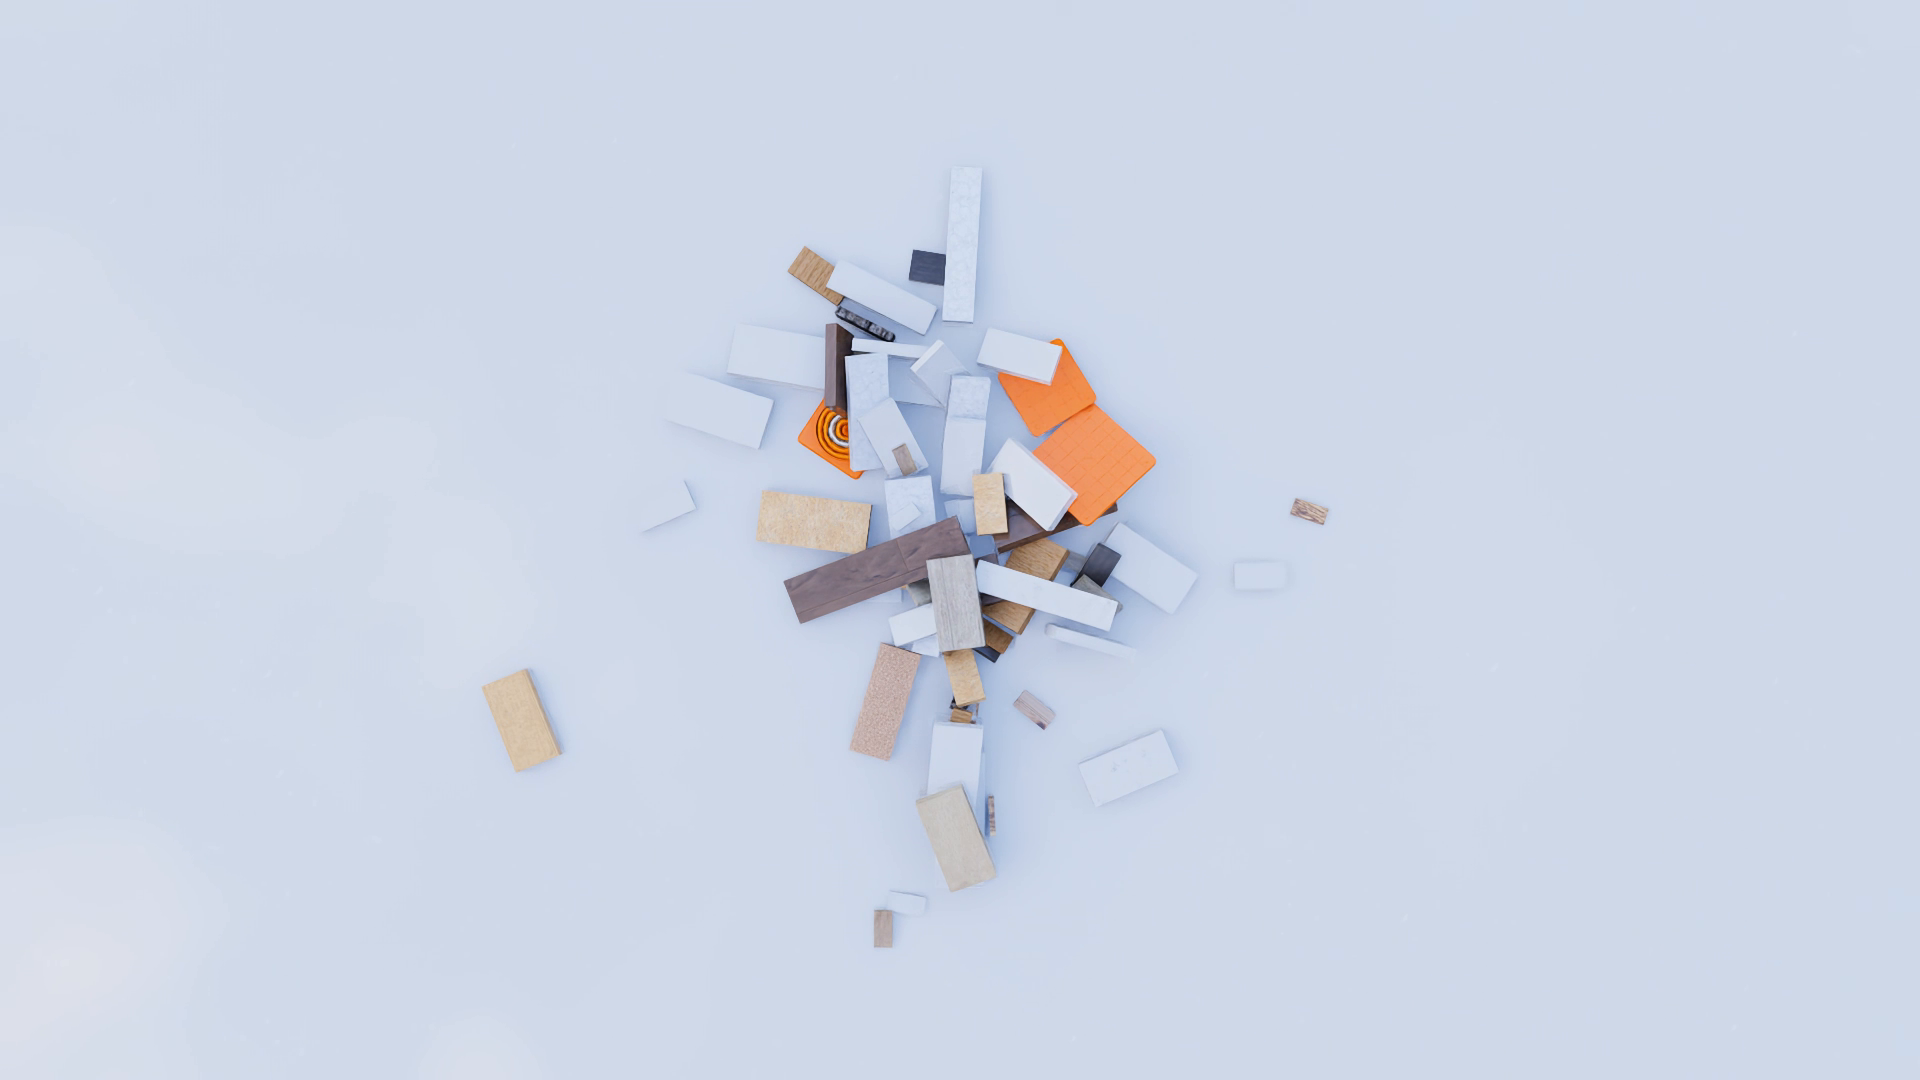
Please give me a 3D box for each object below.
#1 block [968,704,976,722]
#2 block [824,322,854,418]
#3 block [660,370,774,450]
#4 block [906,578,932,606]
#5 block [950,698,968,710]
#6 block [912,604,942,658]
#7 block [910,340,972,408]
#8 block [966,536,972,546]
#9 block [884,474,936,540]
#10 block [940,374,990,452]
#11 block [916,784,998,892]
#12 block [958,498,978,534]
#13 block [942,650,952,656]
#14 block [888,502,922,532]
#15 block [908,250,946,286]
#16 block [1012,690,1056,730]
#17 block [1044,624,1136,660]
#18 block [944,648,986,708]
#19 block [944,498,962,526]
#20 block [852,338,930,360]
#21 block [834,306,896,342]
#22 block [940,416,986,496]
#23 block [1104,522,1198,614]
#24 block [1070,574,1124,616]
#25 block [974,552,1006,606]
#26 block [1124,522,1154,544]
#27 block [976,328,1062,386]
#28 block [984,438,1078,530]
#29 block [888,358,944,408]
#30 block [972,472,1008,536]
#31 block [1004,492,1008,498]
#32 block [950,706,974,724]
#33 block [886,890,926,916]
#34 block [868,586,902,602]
[{"bbox_3d":[0.025,0.547,5.467,0.054,0.015,0.109,-2,63,-1],"label":"block"},{"bbox_3d":[-0.395,-0.556,5.403,0.039,0.139,0.278,-4,78,20],"label":"block"},{"bbox_3d":[-0.803,-0.433,5.476,0.338,0.048,0.169,18,90,0],"label":"block"},{"bbox_3d":[-0.086,0.161,5.437,0.163,0.023,0.081,-17,58,-25],"label":"block"},{"bbox_3d":[0.010,0.515,5.449,0.054,0.015,0.109,20,78,10],"label":"block"},{"bbox_3d":[-0.091,0.284,5.456,0.097,0.028,0.194,10,87,24],"label":"block"},{"bbox_3d":[-0.037,-0.521,5.398,0.132,0.037,0.264,-46,130,-2],"label":"block"},{"bbox_3d":[-0.002,0.031,5.465,0.054,0.015,0.108,15,59,-1],"label":"block"},{"bbox_3d":[-0.156,-0.056,5.448,0.154,0.044,0.308,-6,102,0],"label":"block"},{"bbox_3d":[0.019,-0.412,5.418,0.128,0.036,0.256,3,115,-12],"label":"block"},{"bbox_3d":[-0.011,0.977,5.396,0.162,0.046,0.324,-20,100,5],"label":"block"},{"bbox_3d":[0.028,-0.080,5.478,0.054,0.015,0.108,-11,90,-3],"label":"block"},{"bbox_3d":[-0.047,0.279,5.468,0.097,0.028,0.194,19,90,24],"label":"block"},{"bbox_3d":[-0.181,-0.077,5.413,0.100,0.014,0.050,-35,100,6],"label":"block"},{"bbox_3d":[-0.064,-0.899,5.486,0.203,0.029,0.101,9,90,0],"label":"block"},{"bbox_3d":[0.248,0.565,5.491,0.133,0.019,0.067,39,90,0],"label":"block"},{"bbox_3d":[0.428,0.334,5.407,0.278,0.139,0.039,16,89,-10],"label":"block"},{"bbox_3d":[0.014,0.449,5.444,0.097,0.028,0.194,-16,63,0],"label":"block"},{"bbox_3d":[-0.015,-0.080,5.492,0.054,0.015,0.108,-13,90,0],"label":"block"},{"bbox_3d":[-0.212,-0.621,5.430,0.278,0.139,0.039,7,90,0],"label":"block"},{"bbox_3d":[-0.313,-0.710,5.449,0.205,0.103,0.029,27,90,0],"label":"block"},{"bbox_3d":[0.009,-0.275,5.429,0.128,0.036,0.256,6,115,0],"label":"block"},{"bbox_3d":[0.612,0.093,5.464,0.318,0.045,0.159,34,93,-3],"label":"block"},{"bbox_3d":[0.446,0.197,5.451,0.173,0.024,0.086,38,115,-14],"label":"block"},{"bbox_3d":[0.098,0.131,5.430,0.081,0.023,0.163,-17,71,13],"label":"block"},{"bbox_3d":[0.583,-0.004,5.492,0.115,0.016,0.058,42,90,0],"label":"block"},{"bbox_3d":[0.197,-0.606,5.442,0.256,0.036,0.128,17,78,12],"label":"block"},{"bbox_3d":[0.231,-0.183,5.396,0.301,0.043,0.150,43,112,24],"label":"block"},{"bbox_3d":[-0.180,-0.526,5.469,0.278,0.039,0.139,7,90,-5],"label":"block"},{"bbox_3d":[0.099,-0.118,5.406,0.099,0.028,0.198,-6,83,7],"label":"block"},{"bbox_3d":[0.105,-0.142,5.480,0.093,0.013,0.046,-26,90,0],"label":"block"},{"bbox_3d":[-0.006,0.619,5.409,0.065,0.018,0.131,17,101,3],"label":"block"},{"bbox_3d":[-0.179,1.209,5.491,0.123,0.017,0.062,10,90,0],"label":"block"},{"bbox_3d":[-0.251,0.178,5.492,0.113,0.016,0.057,1,90,0],"label":"block"}]
